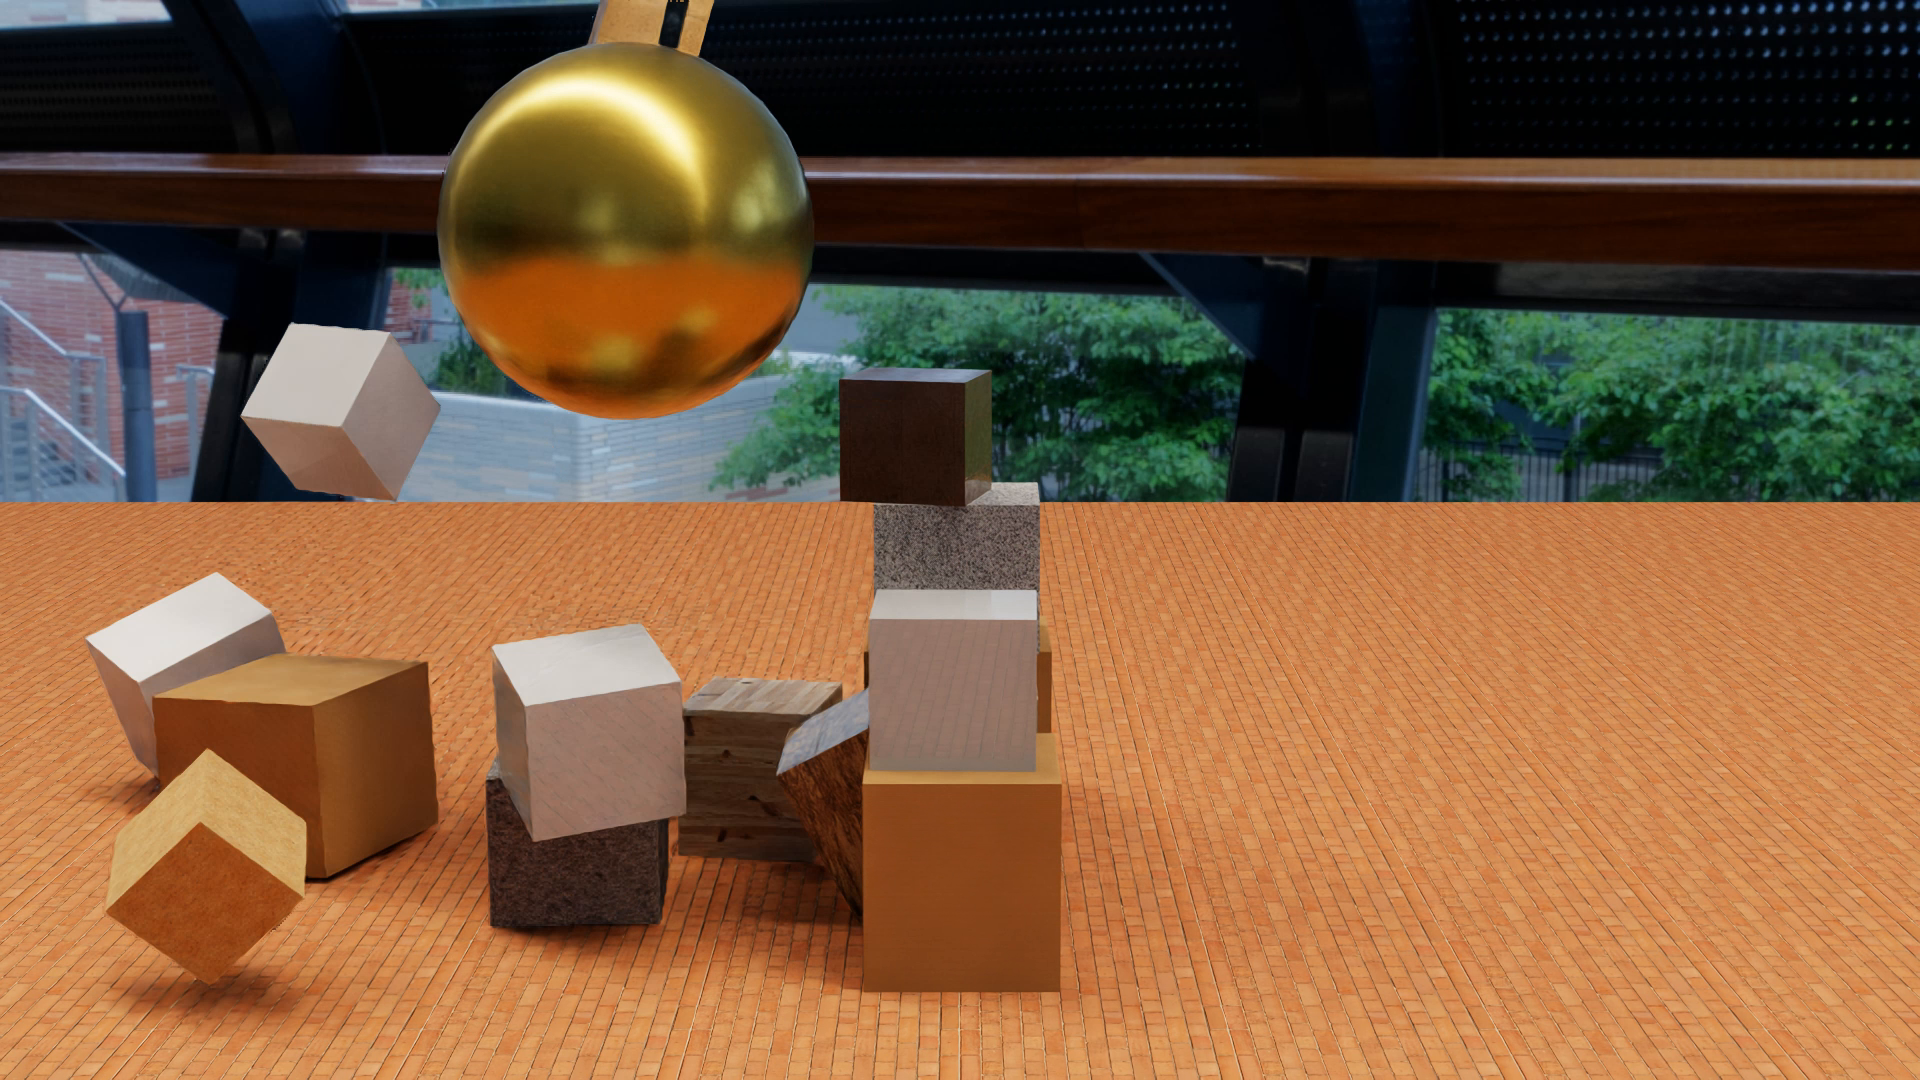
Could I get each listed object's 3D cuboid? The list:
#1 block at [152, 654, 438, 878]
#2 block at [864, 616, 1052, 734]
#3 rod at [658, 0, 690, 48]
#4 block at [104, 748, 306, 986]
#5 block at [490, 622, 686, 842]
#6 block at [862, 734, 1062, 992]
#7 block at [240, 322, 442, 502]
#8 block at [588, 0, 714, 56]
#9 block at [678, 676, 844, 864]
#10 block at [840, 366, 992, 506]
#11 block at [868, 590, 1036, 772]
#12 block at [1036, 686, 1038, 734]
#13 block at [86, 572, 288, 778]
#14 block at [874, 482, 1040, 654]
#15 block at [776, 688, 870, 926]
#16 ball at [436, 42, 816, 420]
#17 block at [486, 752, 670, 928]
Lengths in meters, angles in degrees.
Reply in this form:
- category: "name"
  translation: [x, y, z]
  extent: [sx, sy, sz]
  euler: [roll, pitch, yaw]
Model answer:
- category: "block"
  translation: [-3.022, 1.013, 11.741]
  extent: [0.843, 0.775, 0.918]
  euler: [2, 10, 21]
- category: "block"
  translation: [-0.011, 0.862, 12.486]
  extent: [0.882, 0.837, 0.816]
  euler: [0, 10, 0]
- category: "rod"
  translation: [-0.614, -4.563, 10.351]
  extent: [0.080, 5.200, 0.080]
  euler: [13, 10, -2]
- category: "block"
  translation: [-2.875, 1.247, 9.820]
  extent: [0.513, 0.503, 0.561]
  euler: [-42, 26, 8]
- category: "block"
  translation: [-1.496, 0.764, 10.330]
  extent: [0.625, 0.594, 0.590]
  euler: [-8, 24, -21]
- category: "block"
  translation: [0.008, 1.273, 10.237]
  extent: [0.761, 0.833, 0.766]
  euler: [0, 10, 0]
- category: "block"
  translation: [-2.941, -0.611, 12.228]
  extent: [0.564, 0.560, 0.590]
  euler: [7, -32, 22]
- category: "block"
  translation: [-1.413, -2.234, 11.502]
  extent: [0.445, 0.484, 0.403]
  euler: [18, -21, -16]
- category: "block"
  translation: [-0.913, 1.052, 11.850]
  extent: [0.622, 0.687, 0.637]
  euler: [2, 10, 10]
- category: "block"
  translation: [-0.203, -0.494, 12.066]
  extent: [0.598, 0.571, 0.526]
  euler: [3, 11, 14]
- category: "block"
  translation: [-0.020, 0.550, 10.196]
  extent: [0.647, 0.603, 0.575]
  euler: [0, 10, 1]
- category: "block"
  translation: [-0.011, 1.027, 11.745]
  extent: [0.719, 0.778, 0.685]
  euler: [0, 10, 0]
- category: "block"
  translation: [-3.739, 0.725, 12.671]
  extent: [0.718, 0.735, 0.638]
  euler: [-31, 36, -29]
- category: "block"
  translation: [-0.011, 0.126, 12.222]
  extent: [0.769, 0.705, 0.665]
  euler: [0, 10, 1]
- category: "block"
  translation: [-0.220, 1.031, 10.990]
  extent: [0.833, 0.732, 0.779]
  euler: [-28, 9, 5]
- category: "ball"
  translation: [-1.417, -1.312, 10.942]
  extent: [1.600, 1.600, 1.600]
  euler: [0, 10, 0]
- category: "block"
  translation: [-1.627, 1.227, 11.013]
  extent: [0.702, 0.642, 0.757]
  euler: [-1, 10, -4]
